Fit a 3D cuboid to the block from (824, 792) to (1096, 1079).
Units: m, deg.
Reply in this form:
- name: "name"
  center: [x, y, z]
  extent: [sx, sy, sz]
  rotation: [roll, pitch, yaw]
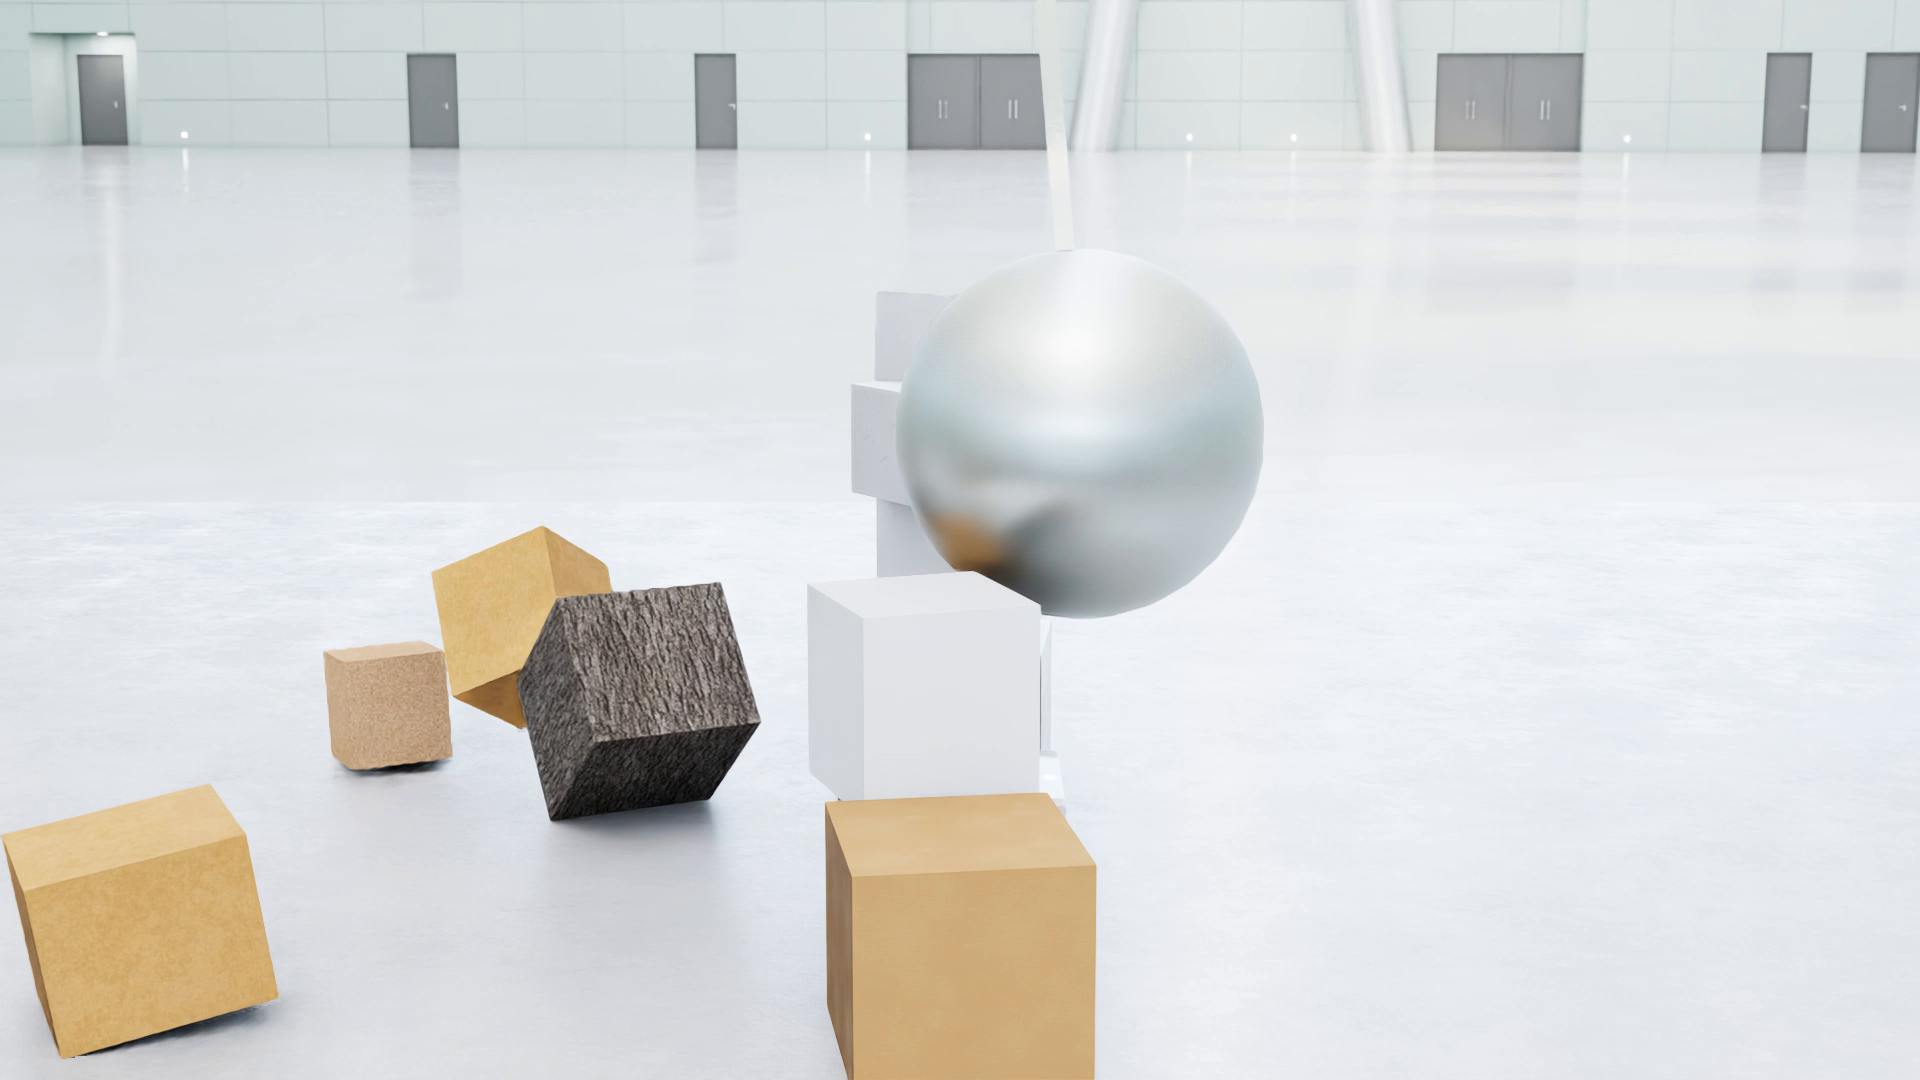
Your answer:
- name: "block"
  center: [-0.018, 1.451, 9.336]
  extent: [0.851, 0.805, 0.928]
  rotation: [-2, 10, -9]

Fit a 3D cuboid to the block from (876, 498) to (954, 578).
- name: "block"
  center: [-0.004, 0.108, 12.616]
  extent: [0.632, 0.695, 0.619]
  rotation: [4, 11, 19]

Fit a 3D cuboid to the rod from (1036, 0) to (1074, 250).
- name: "rod"
  center: [0.224, -3.790, 10.491]
  extent: [0.080, 5.200, 0.080]
  rotation: [-5, 10, 1]

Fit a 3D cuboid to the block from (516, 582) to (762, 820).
- name: "block"
  center: [-1.543, 0.768, 12.208]
  extent: [0.815, 0.746, 0.859]
  rotation: [-5, -27, -27]

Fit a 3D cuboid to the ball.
- name: "ball"
  center: [0.517, -0.457, 11.097]
  extent: [1.600, 1.600, 1.600]
  rotation: [0, 10, 0]

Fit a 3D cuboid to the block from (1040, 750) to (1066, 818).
- name: "block"
  center: [0.007, 1.308, 10.352]
  extent: [0.800, 0.723, 0.829]
  rotation: [0, 10, 0]

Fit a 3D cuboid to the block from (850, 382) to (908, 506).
- name: "block"
  center: [-0.134, -0.490, 12.469]
  extent: [0.600, 0.534, 0.522]
  rotation: [-7, 12, -34]

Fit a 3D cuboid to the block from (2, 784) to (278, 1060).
- name: "block"
  center: [-3.095, 1.416, 9.670]
  extent: [0.787, 0.653, 0.764]
  rotation: [-13, 15, -23]

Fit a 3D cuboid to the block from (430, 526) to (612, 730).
- name: "block"
  center: [-2.178, 0.454, 13.052]
  extent: [0.662, 0.697, 0.656]
  rotation: [-22, -25, 15]

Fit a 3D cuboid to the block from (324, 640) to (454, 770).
- name: "block"
  center: [-2.948, 0.845, 13.214]
  extent: [0.511, 0.552, 0.532]
  rotation: [-6, 6, -24]

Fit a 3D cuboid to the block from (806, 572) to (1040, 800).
- name: "block"
  center: [-0.151, 0.593, 10.082]
  extent: [0.712, 0.780, 0.723]
  rotation: [-4, 11, -20]

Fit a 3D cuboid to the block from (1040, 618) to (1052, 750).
- name: "block"
  center: [-0.005, 0.854, 12.662]
  extent: [0.862, 0.789, 0.835]
  rotation: [1, 10, 5]

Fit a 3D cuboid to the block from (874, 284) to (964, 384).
- name: "block"
  center: [-0.137, -1.005, 12.551]
  extent: [0.384, 0.437, 0.475]
  rotation: [6, 11, 23]

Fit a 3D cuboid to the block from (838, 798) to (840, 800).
- name: "block"
  center: [-0.103, 1.111, 11.136]
  extent: [0.822, 0.831, 0.746]
  rotation: [0, 10, 0]
